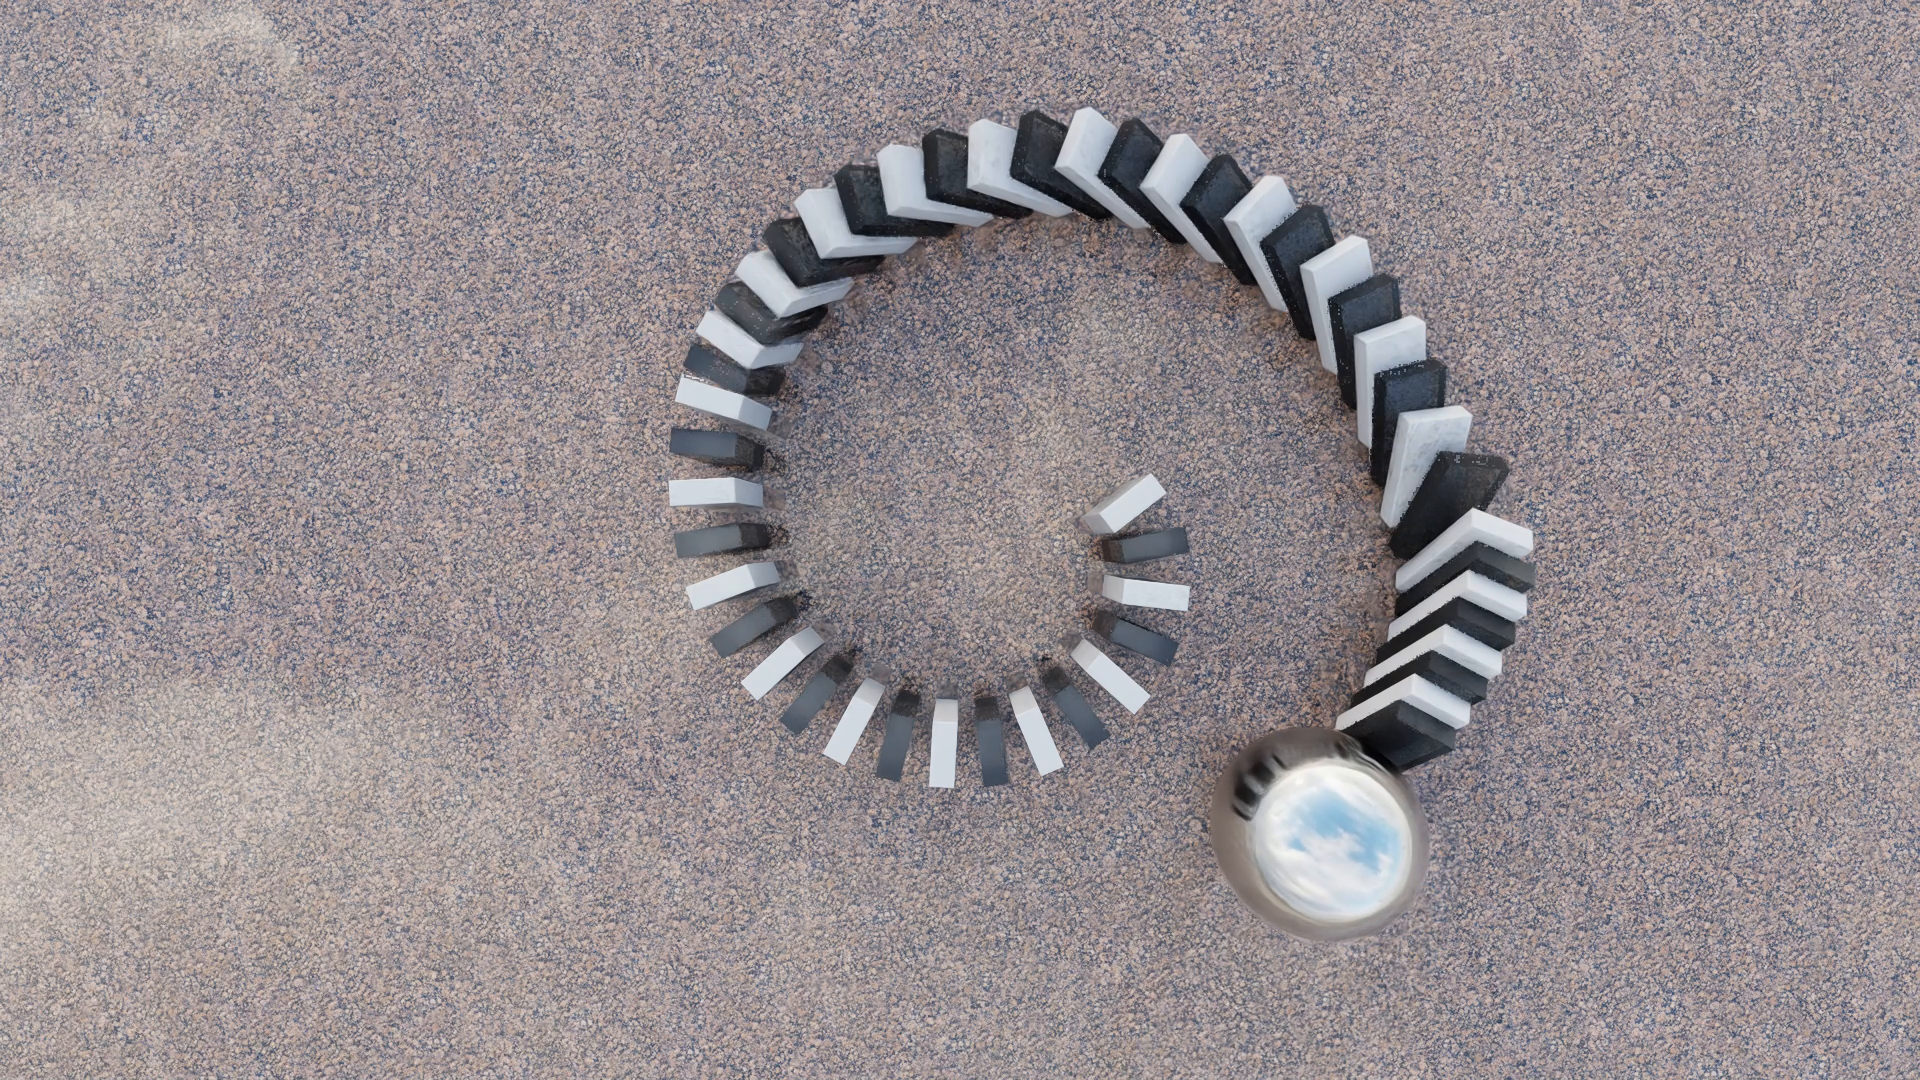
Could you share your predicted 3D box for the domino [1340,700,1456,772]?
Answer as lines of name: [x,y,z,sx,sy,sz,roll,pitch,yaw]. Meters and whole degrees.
domino: [0.175,0.084,0.377,0.025,0.050,0.010,28,56,0]

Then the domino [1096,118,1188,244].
domino: [0.082,-0.149,0.382,0.050,0.010,0.025,26,90,-34]

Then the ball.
ball: [0.140,0.115,0.360,0.080,0.080,0.080,0,90,0]

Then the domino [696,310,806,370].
domino: [-0.084,-0.083,0.375,0.025,0.050,0.009,36,109,0]

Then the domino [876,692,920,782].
domino: [-0.025,0.079,0.375,0.009,0.050,0.025,14,90,0]

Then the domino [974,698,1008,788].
domino: [0.012,0.081,0.375,0.010,0.050,0.025,-7,90,0]

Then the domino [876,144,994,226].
domino: [-0.009,-0.147,0.380,0.050,0.010,0.025,-10,90,-40]

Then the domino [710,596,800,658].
domino: [-0.083,0.035,0.375,0.025,0.050,0.009,-33,90,0]

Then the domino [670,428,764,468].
domino: [-0.098,-0.037,0.375,0.025,0.050,0.010,5,90,0]

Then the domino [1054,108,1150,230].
domino: [0.064,-0.154,0.382,0.050,0.009,0.025,21,90,-35]

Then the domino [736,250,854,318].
domino: [-0.067,-0.108,0.377,0.025,0.050,0.009,47,124,0]

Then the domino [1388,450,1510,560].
domino: [0.201,-0.013,0.379,0.025,0.009,0.050,5,132,-4]

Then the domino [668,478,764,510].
domino: [-0.099,-0.019,0.375,0.025,0.050,0.009,-3,90,0]

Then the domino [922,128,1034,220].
domino: [0.008,-0.151,0.381,0.050,0.010,0.025,-3,90,-38]

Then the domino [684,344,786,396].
domino: [-0.091,-0.069,0.375,0.025,0.050,0.010,26,100,0]

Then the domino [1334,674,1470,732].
domino: [0.181,0.074,0.377,0.025,0.050,0.009,28,56,0]

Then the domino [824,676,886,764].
domino: [-0.042,0.073,0.375,0.010,0.050,0.025,28,90,0]

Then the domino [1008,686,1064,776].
domino: [0.030,0.077,0.375,0.010,0.050,0.025,-23,90,0]

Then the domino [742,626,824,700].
domino: [-0.071,0.049,0.375,0.025,0.050,0.009,-42,90,0]

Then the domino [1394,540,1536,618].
domino: [0.206,0.022,0.377,0.025,0.050,0.010,24,56,0]

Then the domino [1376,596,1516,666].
domino: [0.198,0.043,0.377,0.025,0.050,0.009,25,56,-1]

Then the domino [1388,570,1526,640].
domino: [0.203,0.033,0.377,0.025,0.050,0.009,24,56,0]

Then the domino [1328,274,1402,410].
domino: [0.171,-0.082,0.382,0.025,0.009,0.050,-25,123,0]

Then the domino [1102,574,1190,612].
domino: [0.075,0.021,0.375,0.025,0.050,0.009,6,90,0]

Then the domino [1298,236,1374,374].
domino: [0.160,-0.097,0.382,0.025,0.010,0.050,-30,123,0]

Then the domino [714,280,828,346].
domino: [-0.076,-0.095,0.376,0.025,0.050,0.010,40,117,0]

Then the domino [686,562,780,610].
domino: [-0.092,0.018,0.375,0.025,0.050,0.010,-21,90,0]

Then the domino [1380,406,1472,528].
domino: [0.194,-0.030,0.382,0.025,0.010,0.050,-7,124,0]

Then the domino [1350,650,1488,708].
domino: [0.187,0.064,0.377,0.025,0.050,0.010,28,56,0]

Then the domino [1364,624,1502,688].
domino: [0.193,0.054,0.377,0.025,0.050,0.009,28,56,0]

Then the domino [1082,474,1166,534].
domino: [0.066,-0.014,0.375,0.025,0.050,0.010,-38,90,0]

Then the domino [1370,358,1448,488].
domino: [0.187,-0.048,0.383,0.025,0.010,0.050,-15,123,0]

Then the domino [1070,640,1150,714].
domino: [0.060,0.055,0.375,0.025,0.050,0.010,42,90,0]

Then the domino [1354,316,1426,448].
domino: [0.180,-0.065,0.383,0.025,0.009,0.050,-19,123,0]

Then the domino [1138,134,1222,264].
domino: [0.099,-0.141,0.382,0.050,0.010,0.025,32,90,-34]

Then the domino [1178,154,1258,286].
domino: [0.115,-0.133,0.382,0.050,0.009,0.025,36,90,-33]

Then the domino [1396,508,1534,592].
domino: [0.206,0.009,0.377,0.025,0.050,0.010,21,56,0]

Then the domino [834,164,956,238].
domino: [-0.026,-0.140,0.380,0.050,0.010,0.025,-17,90,-43]

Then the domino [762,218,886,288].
domino: [-0.055,-0.120,0.378,0.010,0.050,0.025,-34,90,39]

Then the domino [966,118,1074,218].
domino: [0.026,-0.154,0.381,0.050,0.009,0.025,2,90,-36]

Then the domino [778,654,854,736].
domino: [-0.058,0.062,0.375,0.010,0.050,0.025,39,90,0]

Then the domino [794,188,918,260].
domino: [-0.042,-0.131,0.379,0.010,0.050,0.025,-25,90,43]

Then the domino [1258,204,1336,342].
domino: [0.146,-0.111,0.382,0.025,0.009,0.050,-40,124,0]

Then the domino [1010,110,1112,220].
domino: [0.045,-0.155,0.382,0.050,0.010,0.025,11,90,-36]

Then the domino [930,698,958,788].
domino: [-0.006,0.082,0.375,0.009,0.050,0.025,3,90,0]

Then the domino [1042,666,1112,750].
domino: [0.047,0.067,0.375,0.010,0.050,0.025,-37,90,0]

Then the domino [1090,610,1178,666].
domino: [0.071,0.039,0.375,0.025,0.050,0.009,22,90,0]

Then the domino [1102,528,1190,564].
domino: [0.075,0.002,0.375,0.025,0.050,0.010,-11,90,0]

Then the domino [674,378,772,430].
domino: [-0.095,-0.055,0.375,0.025,0.050,0.009,17,92,0]

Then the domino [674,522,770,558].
domino: [-0.096,0.000,0.375,0.025,0.050,0.010,-11,90,0]

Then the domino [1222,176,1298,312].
domino: [0.132,-0.123,0.382,0.025,0.010,0.050,-45,123,0]
